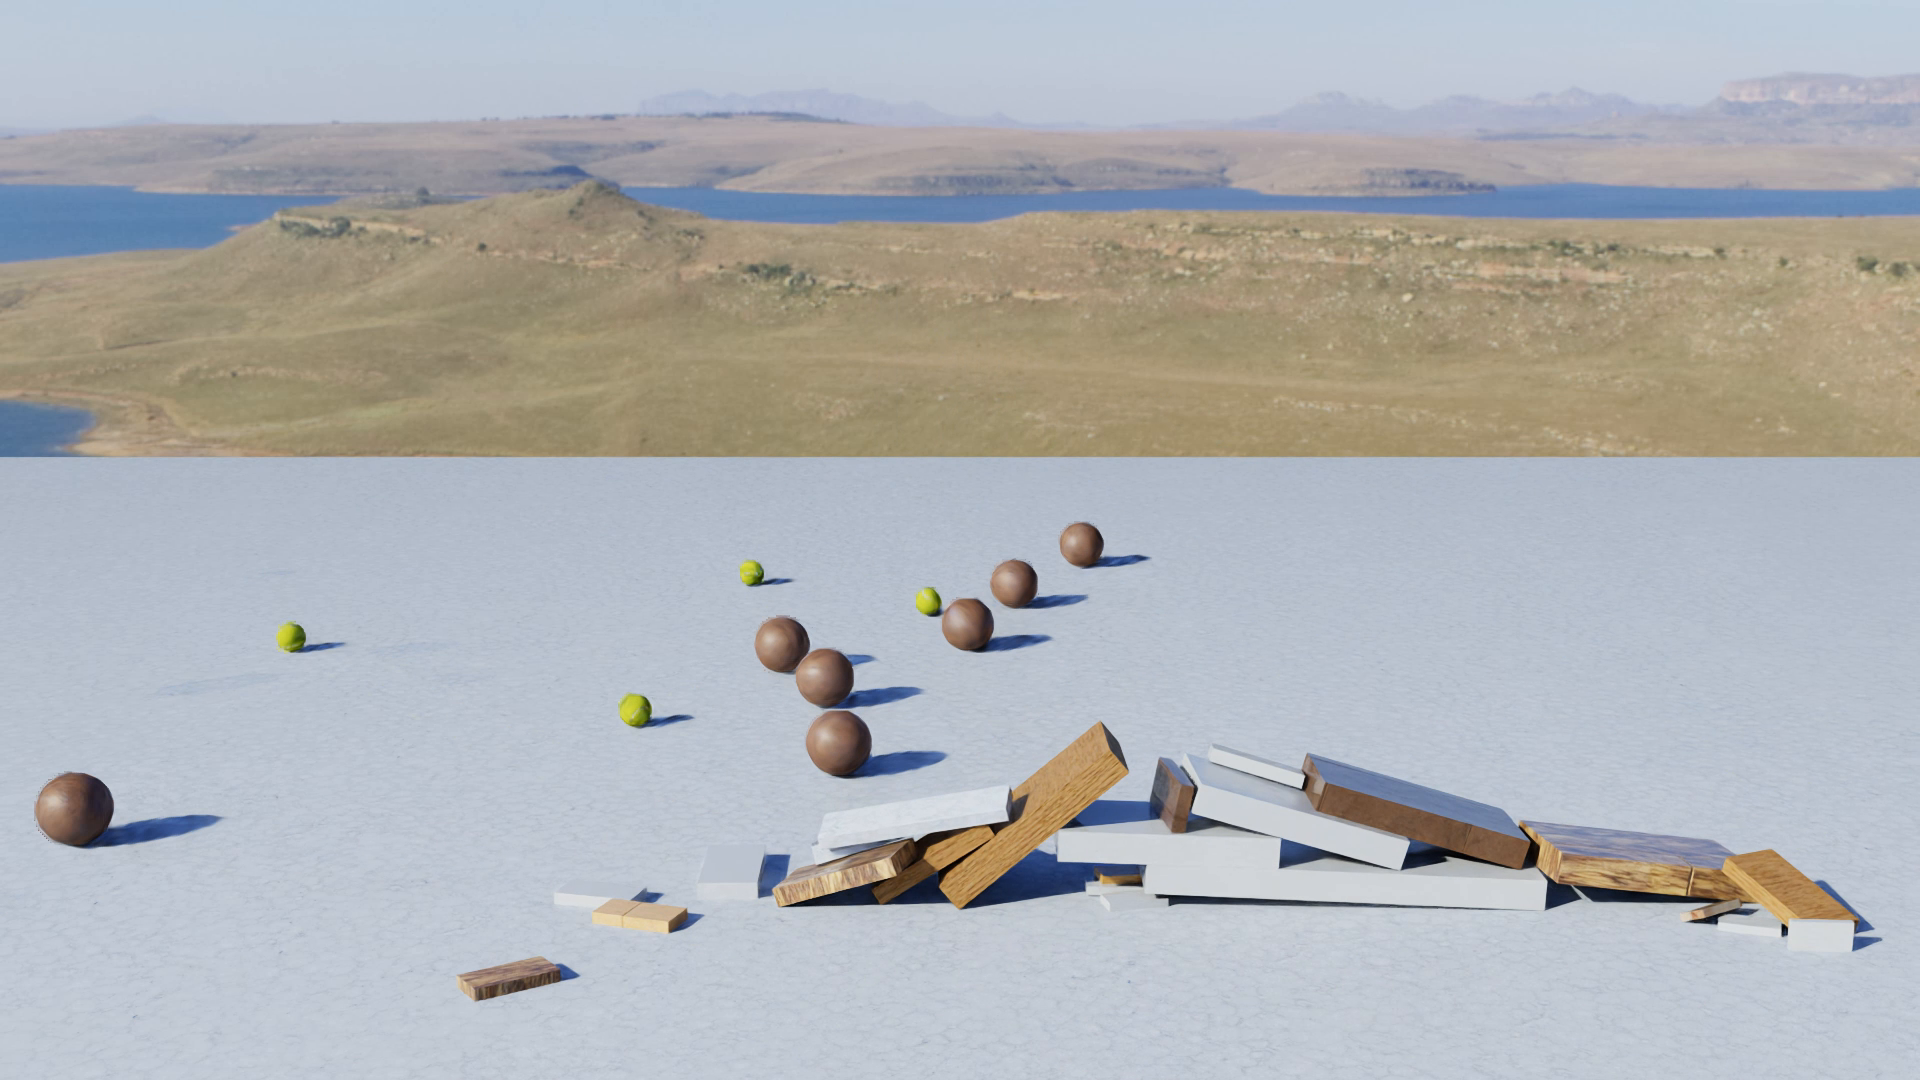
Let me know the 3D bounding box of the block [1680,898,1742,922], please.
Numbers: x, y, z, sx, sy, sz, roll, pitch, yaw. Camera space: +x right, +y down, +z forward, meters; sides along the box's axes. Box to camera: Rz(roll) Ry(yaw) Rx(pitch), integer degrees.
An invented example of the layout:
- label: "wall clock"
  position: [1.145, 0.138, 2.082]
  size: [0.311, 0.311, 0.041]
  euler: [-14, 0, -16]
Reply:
- label: "block"
  position: [1.211, 0.596, 3.546]
  size: [0.094, 0.013, 0.047]
  euler: [-7, -12, -33]

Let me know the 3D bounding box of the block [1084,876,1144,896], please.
- label: "block"
  position: [0.261, 0.579, 3.676]
  size: [0.101, 0.014, 0.050]
  euler: [2, 10, -1]

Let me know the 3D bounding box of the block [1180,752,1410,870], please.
- label: "block"
  position: [0.551, 0.451, 3.663]
  size: [0.360, 0.051, 0.180]
  euler: [16, 10, -6]

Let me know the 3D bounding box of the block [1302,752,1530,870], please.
- label: "block"
  position: [0.760, 0.454, 3.700]
  size: [0.357, 0.051, 0.179]
  euler: [16, 10, -4]

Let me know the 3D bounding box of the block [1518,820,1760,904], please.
- label: "block"
  position: [1.133, 0.537, 3.675]
  size: [0.357, 0.051, 0.179]
  euler: [7, 9, -10]

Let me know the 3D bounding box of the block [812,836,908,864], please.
- label: "block"
  position: [-0.141, 0.498, 3.713]
  size: [0.220, 0.031, 0.110]
  euler: [-16, -3, -5]

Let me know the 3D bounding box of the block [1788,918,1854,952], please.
- label: "block"
  position: [1.336, 0.614, 3.413]
  size: [0.094, 0.047, 0.013]
  euler: [1, 11, 4]

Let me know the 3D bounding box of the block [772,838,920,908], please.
- label: "block"
  position: [-0.188, 0.546, 3.617]
  size: [0.220, 0.031, 0.110]
  euler: [-18, 4, 20]

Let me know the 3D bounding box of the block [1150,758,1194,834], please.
- label: "block"
  position: [0.351, 0.422, 3.646]
  size: [0.023, 0.080, 0.160]
  euler: [10, 9, -10]

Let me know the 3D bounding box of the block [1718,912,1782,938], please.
- label: "block"
  position: [1.258, 0.614, 3.505]
  size: [0.095, 0.013, 0.047]
  euler: [4, 11, 19]

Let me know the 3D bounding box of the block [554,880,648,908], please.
- label: "block"
  position: [-0.593, 0.587, 3.634]
  size: [0.136, 0.019, 0.068]
  euler: [3, 11, 15]

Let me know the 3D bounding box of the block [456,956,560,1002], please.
- label: "block"
  position: [-0.672, 0.653, 3.276]
  size: [0.136, 0.019, 0.068]
  euler: [-7, 13, -34]

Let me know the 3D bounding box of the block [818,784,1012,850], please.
- label: "block"
  position: [-0.073, 0.458, 3.635]
  size: [0.319, 0.023, 0.080]
  euler: [-10, 22, 11]

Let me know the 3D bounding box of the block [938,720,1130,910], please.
- label: "block"
  position: [0.118, 0.455, 3.658]
  size: [0.360, 0.051, 0.180]
  euler: [-40, 9, 6]

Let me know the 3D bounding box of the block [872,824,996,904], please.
- label: "block"
  position: [-0.046, 0.519, 3.656]
  size: [0.220, 0.031, 0.110]
  euler: [-32, 10, 4]

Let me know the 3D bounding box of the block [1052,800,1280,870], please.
- label: "block"
  position: [0.338, 0.487, 3.658]
  size: [0.360, 0.051, 0.180]
  euler: [2, 11, -2]

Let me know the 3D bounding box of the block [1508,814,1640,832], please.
- label: "block"
  position: [1.006, 0.524, 3.946]
  size: [0.423, 0.028, 0.099]
  euler: [5, 11, 24]

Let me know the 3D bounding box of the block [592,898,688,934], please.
- label: "block"
  position: [-0.515, 0.604, 3.538]
  size: [0.136, 0.019, 0.068]
  euler: [4, 11, 19]

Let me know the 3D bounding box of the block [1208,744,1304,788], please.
- label: "block"
  position: [0.503, 0.383, 3.741]
  size: [0.160, 0.023, 0.080]
  euler: [16, 3, 4]

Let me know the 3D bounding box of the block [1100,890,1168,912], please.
- label: "block"
  position: [0.287, 0.592, 3.618]
  size: [0.101, 0.014, 0.050]
  euler: [-3, 11, -14]

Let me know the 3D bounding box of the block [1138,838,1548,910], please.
- label: "block"
  position: [0.629, 0.550, 3.670]
  size: [0.653, 0.051, 0.179]
  euler: [2, 11, 0]

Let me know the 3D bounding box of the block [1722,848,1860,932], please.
- label: "block"
  position: [1.333, 0.571, 3.534]
  size: [0.099, 0.028, 0.198]
  euler: [-5, 29, -25]

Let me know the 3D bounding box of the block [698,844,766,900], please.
- label: "block"
  position: [-0.386, 0.563, 3.738]
  size: [0.099, 0.028, 0.198]
  euler: [0, 11, -1]

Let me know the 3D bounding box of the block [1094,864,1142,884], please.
- label: "block"
  position: [0.281, 0.562, 3.698]
  size: [0.101, 0.014, 0.050]
  euler: [0, 11, -13]
